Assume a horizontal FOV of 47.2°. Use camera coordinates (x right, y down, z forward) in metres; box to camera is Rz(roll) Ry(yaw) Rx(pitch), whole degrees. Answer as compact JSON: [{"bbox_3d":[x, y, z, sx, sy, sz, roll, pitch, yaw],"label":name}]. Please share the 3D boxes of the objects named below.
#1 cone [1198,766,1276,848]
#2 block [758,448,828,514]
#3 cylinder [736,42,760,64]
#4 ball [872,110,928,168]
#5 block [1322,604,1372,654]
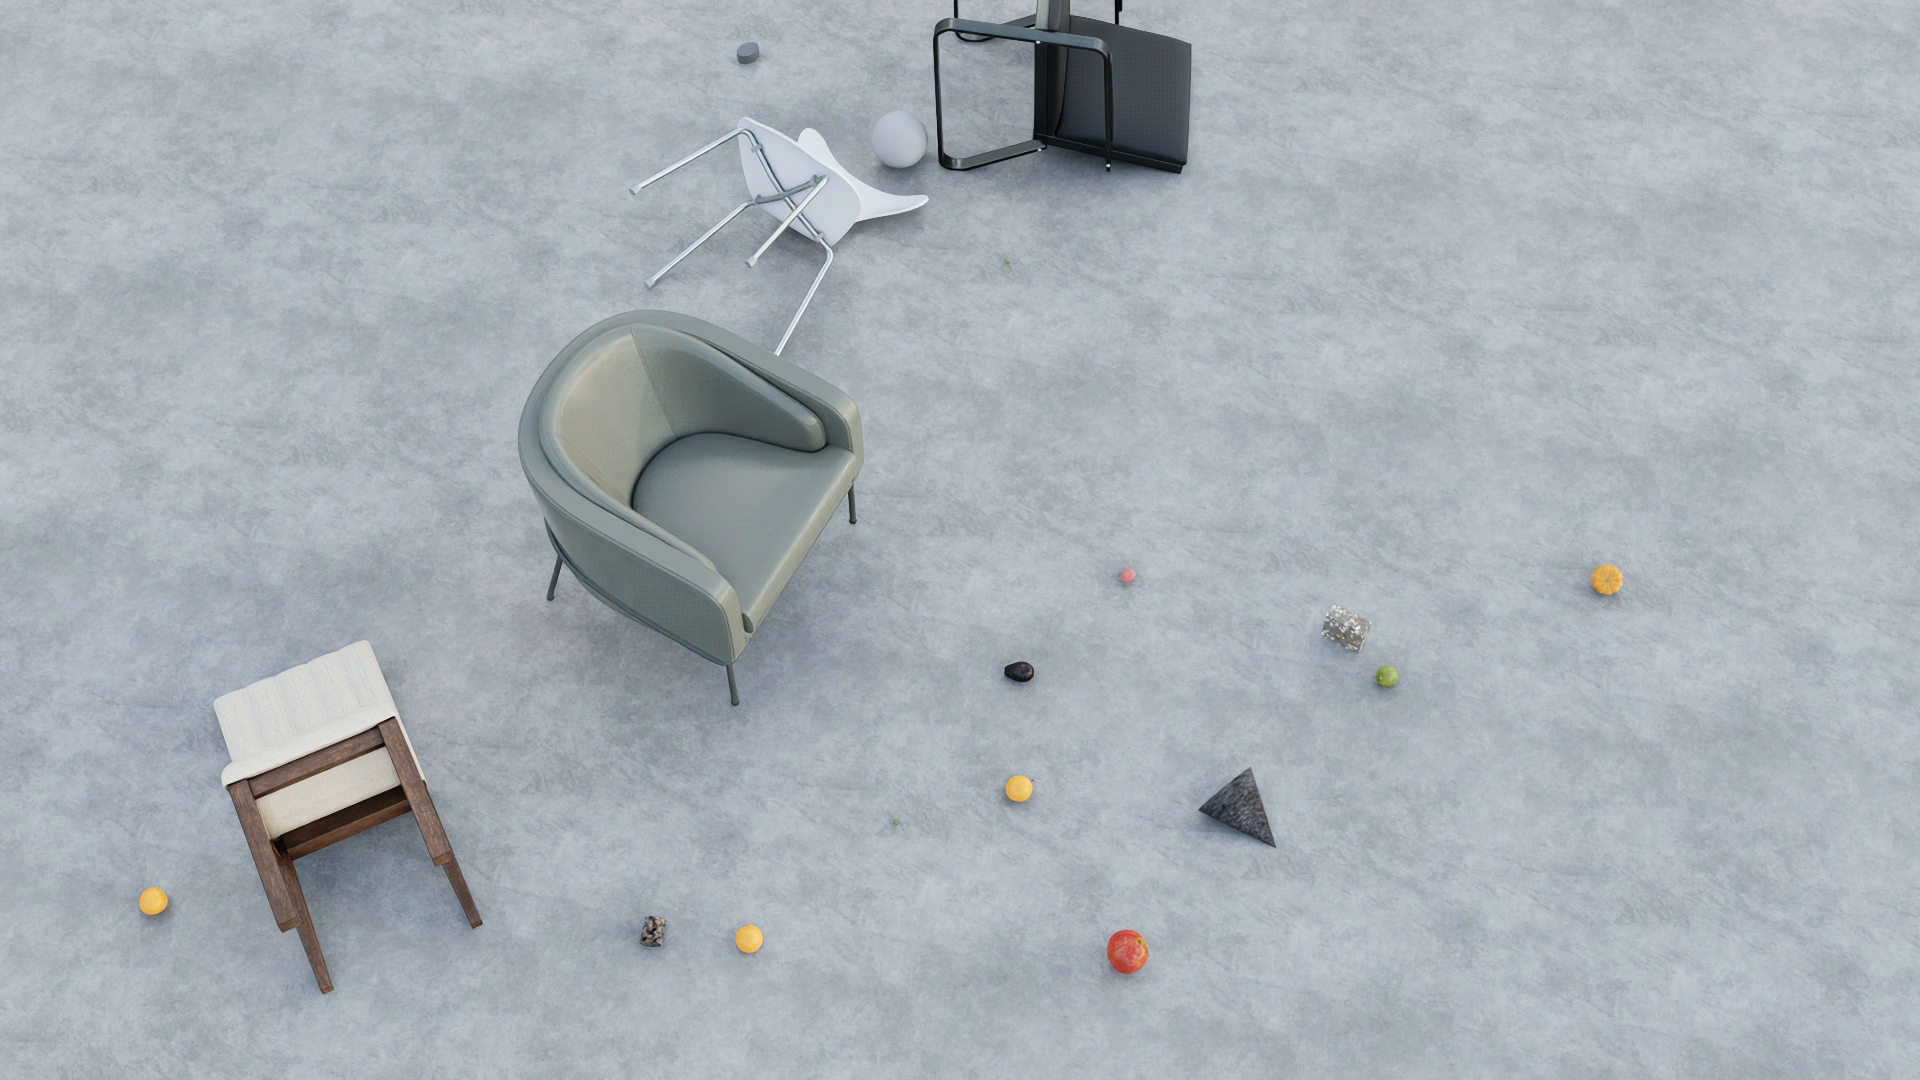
[{"bbox_3d":[0.797,0.763,6.033,0.205,0.097,0.216,-35,76,-24],"label":"cone"},{"bbox_3d":[-0.504,-0.180,6.646,0.168,0.081,0.122,-27,60,-17],"label":"block"},{"bbox_3d":[-0.741,-1.703,7.694,0.084,0.038,0.060,-33,62,-20],"label":"cylinder"},{"bbox_3d":[-0.202,-1.341,7.359,0.191,0.191,0.191,0,56,0],"label":"ball"},{"bbox_3d":[1.113,0.256,6.337,0.119,0.109,0.049,29,61,18],"label":"block"}]
